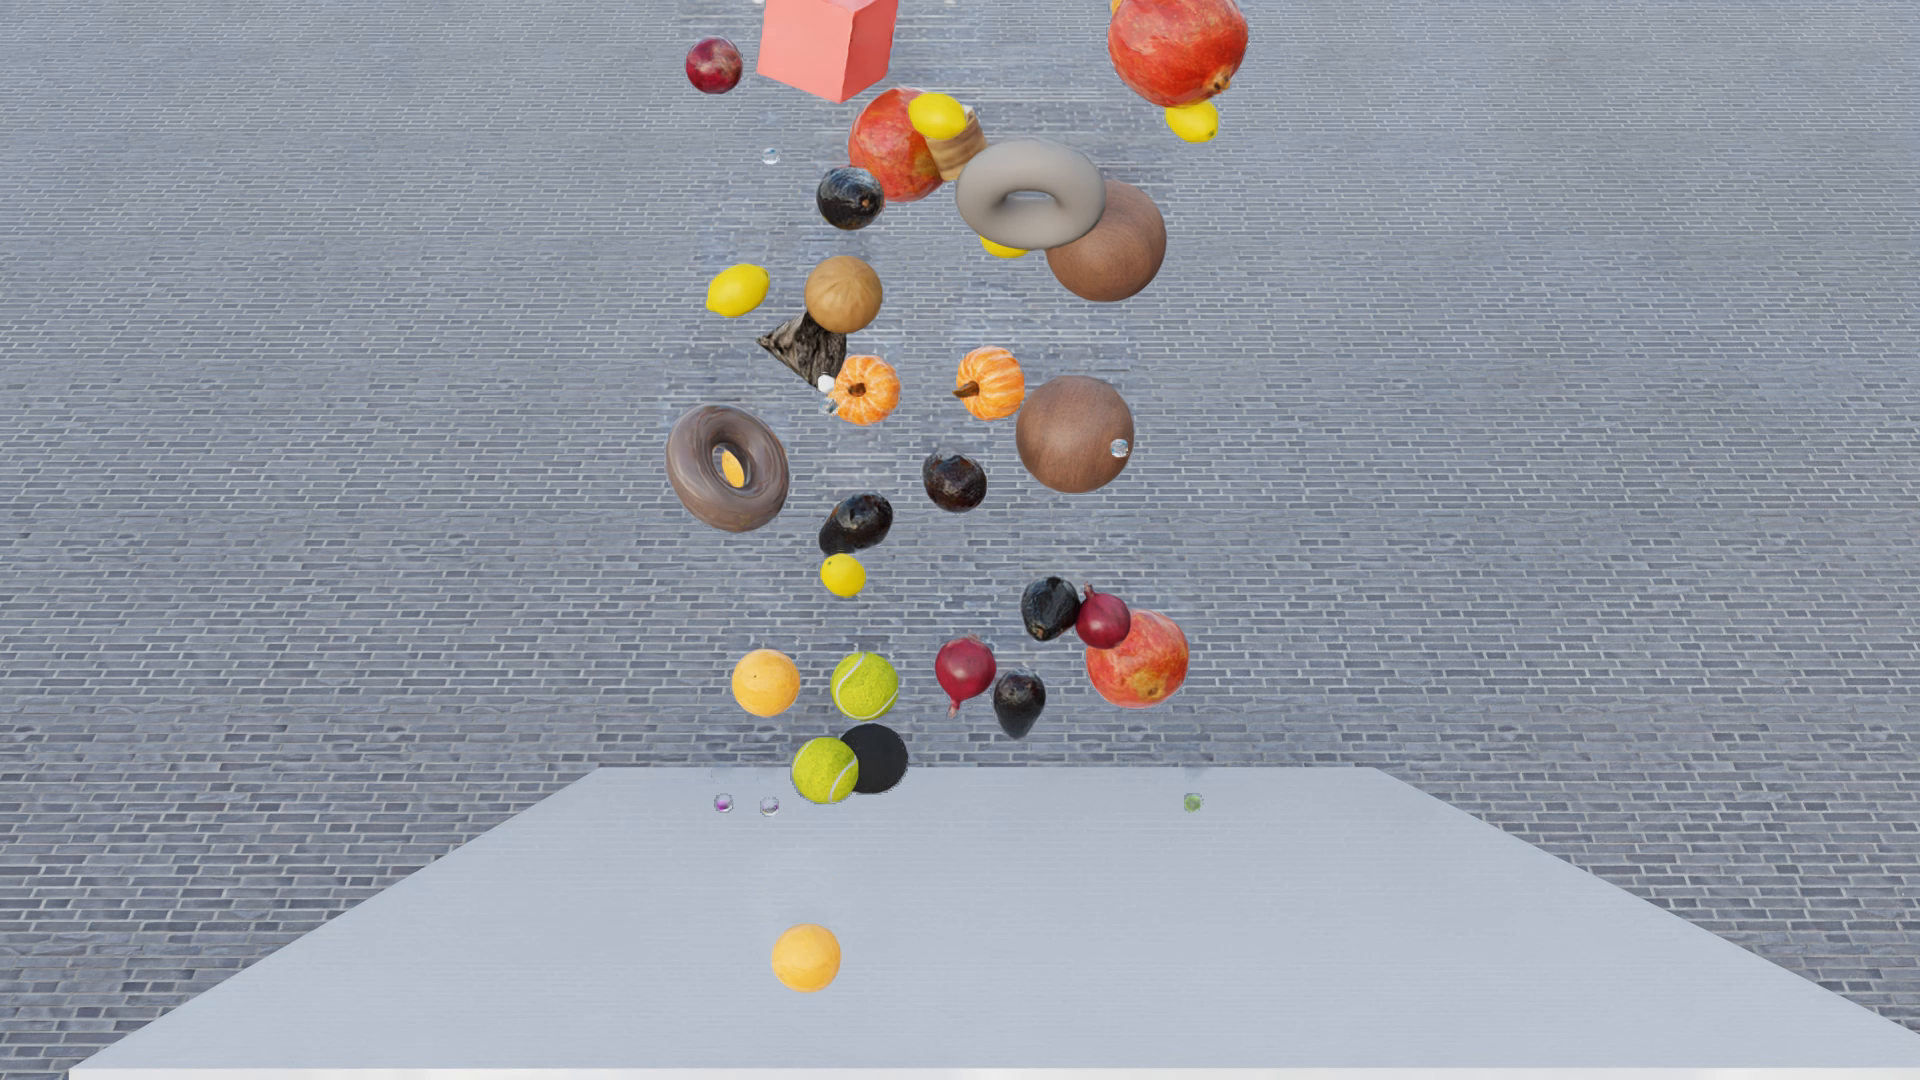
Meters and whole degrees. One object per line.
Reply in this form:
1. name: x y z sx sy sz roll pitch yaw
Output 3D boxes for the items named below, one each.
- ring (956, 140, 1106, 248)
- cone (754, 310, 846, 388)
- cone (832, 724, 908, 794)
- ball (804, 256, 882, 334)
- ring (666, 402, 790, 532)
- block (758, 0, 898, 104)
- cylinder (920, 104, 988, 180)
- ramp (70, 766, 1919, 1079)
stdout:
1. ring: 0.068 -0.333 2.502 0.146 0.146 0.049 1 63 1
2. cone: -0.169 -0.193 2.539 0.083 0.083 0.083 6 30 32
3. cone: -0.101 0.225 2.845 0.082 0.082 0.082 -3 18 -4
4. ball: -0.111 -0.235 2.477 0.075 0.075 0.075 0 31 0
5. ring: -0.235 -0.074 2.627 0.047 0.141 0.141 -30 5 45
6. block: -0.134 -0.520 2.642 0.098 0.098 0.098 23 35 18
7. cylinder: -0.003 -0.396 2.580 0.055 0.055 0.055 -20 24 10
8. ramp: 0.070 0.619 4.701 2.000 0.100 4.000 0 -1 0
